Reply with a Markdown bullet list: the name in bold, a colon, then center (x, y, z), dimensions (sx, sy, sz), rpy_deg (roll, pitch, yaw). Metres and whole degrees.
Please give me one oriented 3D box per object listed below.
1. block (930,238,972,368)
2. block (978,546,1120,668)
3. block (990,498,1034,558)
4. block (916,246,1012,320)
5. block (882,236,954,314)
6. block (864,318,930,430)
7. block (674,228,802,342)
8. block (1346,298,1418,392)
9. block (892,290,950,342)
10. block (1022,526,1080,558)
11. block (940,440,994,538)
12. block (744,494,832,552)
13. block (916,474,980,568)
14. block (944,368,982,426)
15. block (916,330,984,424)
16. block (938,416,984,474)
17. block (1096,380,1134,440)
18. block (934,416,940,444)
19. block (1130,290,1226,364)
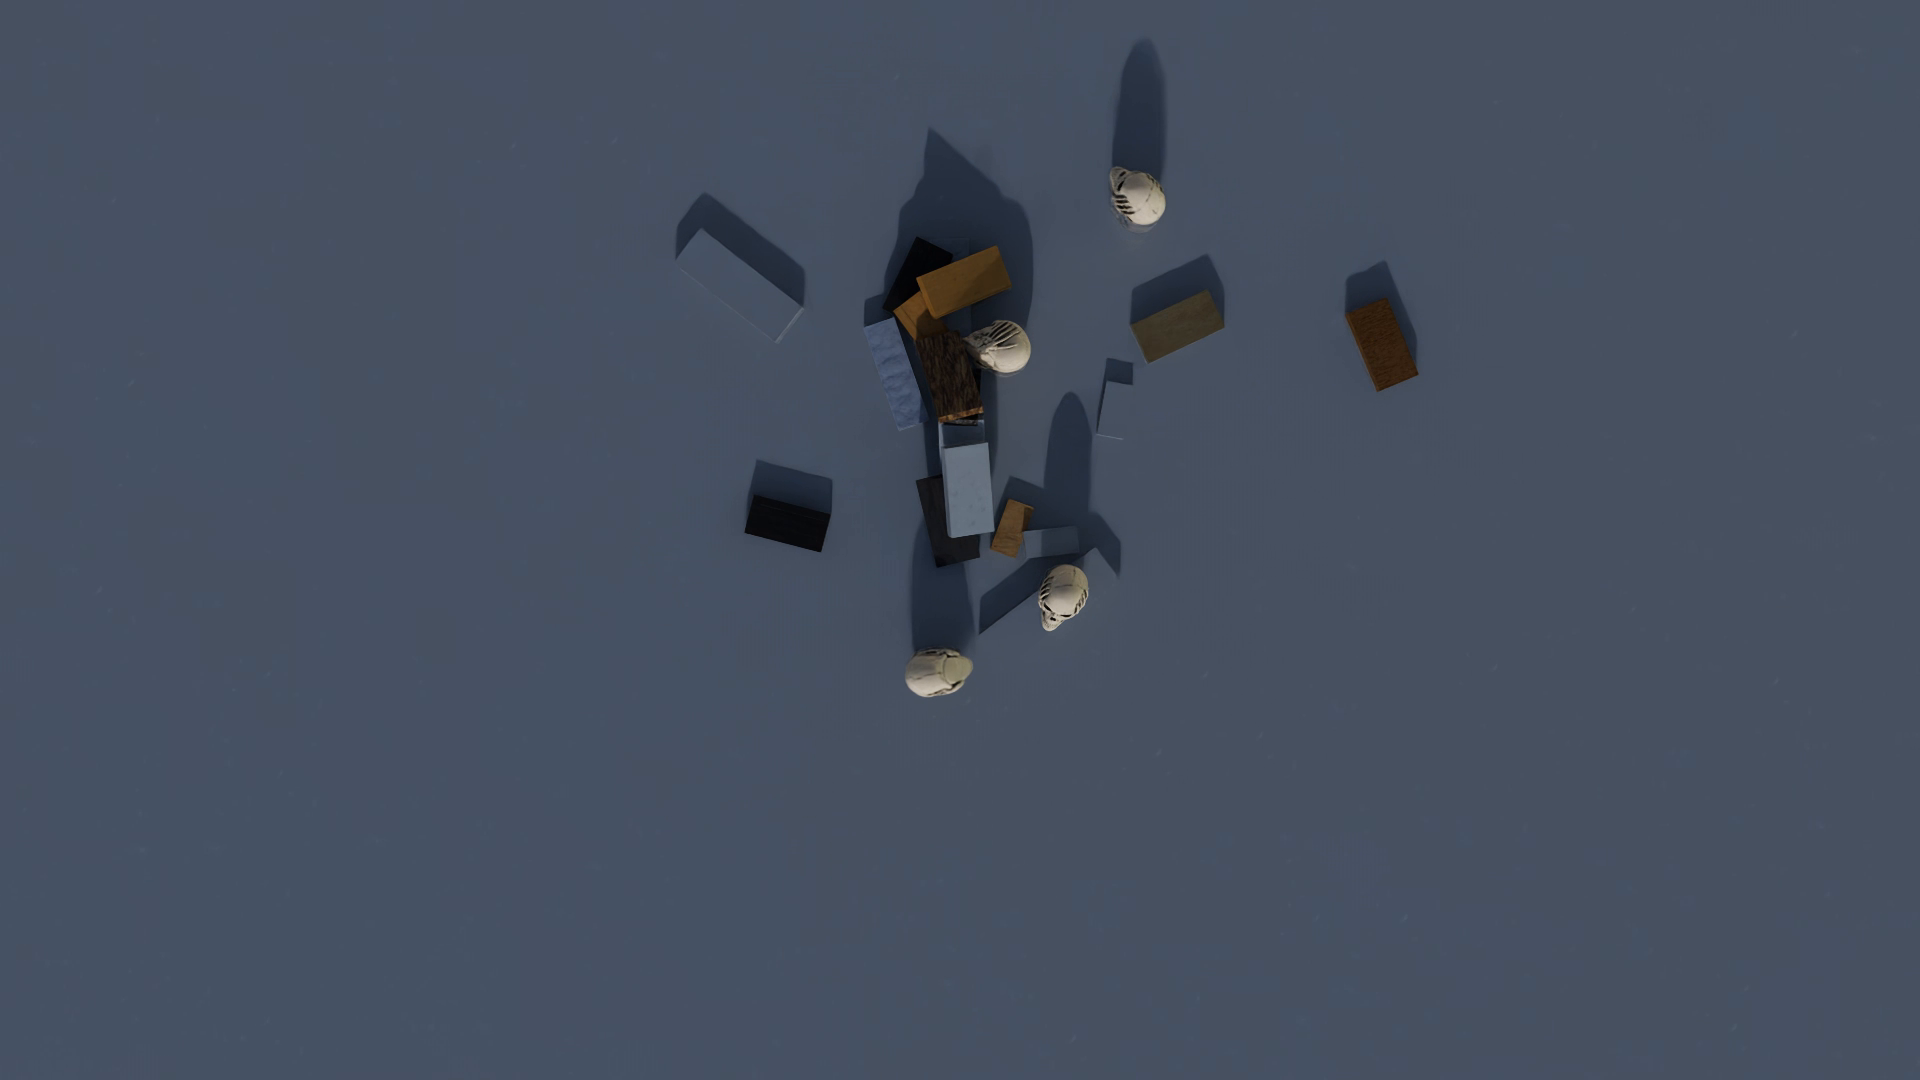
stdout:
- **block**: center (-0.030, -0.768, 5.481), dimensions (0.131, 0.037, 0.461), rpy_deg (-2, 90, 0)
- **block**: center (0.297, 0.224, 5.480), dimensions (0.484, 0.040, 0.140), rpy_deg (-37, 90, 0)
- **block**: center (0.173, -0.038, 5.487), dimensions (0.090, 0.026, 0.180), rpy_deg (20, 90, 0)
- **block**: center (0.015, -0.847, 5.419), dimensions (0.293, 0.042, 0.147), rpy_deg (-26, 100, -20)
- **block**: center (-0.140, -0.855, 5.454), dimensions (0.131, 0.037, 0.262), rpy_deg (28, 97, 12)
- **block**: center (-0.211, -0.552, 5.484), dimensions (0.110, 0.031, 0.359), rpy_deg (-19, 90, 0)
- **block**: center (-0.736, -0.845, 5.479), dimensions (0.427, 0.042, 0.147), rpy_deg (38, 90, 0)
- **block**: center (1.402, -0.649, 5.480), dimensions (0.139, 0.040, 0.279), rpy_deg (-23, 90, 0)
- **block**: center (-0.112, -0.698, 5.425), dimensions (0.110, 0.031, 0.220), rpy_deg (-37, 102, 0)
- **block**: center (0.302, 0.007, 5.474), dimensions (0.180, 0.025, 0.090), rpy_deg (-6, 91, -8)
- **block**: center (0.025, -0.165, 5.370), dimensions (0.148, 0.042, 0.297), rpy_deg (-9, 105, -17)
- **block**: center (-0.572, -0.054, 5.481), dimensions (0.262, 0.037, 0.131), rpy_deg (15, 90, 0)
- **block**: center (-0.039, -0.069, 5.436), dimensions (0.149, 0.042, 0.297), rpy_deg (-13, 107, 0)
- **block**: center (0.008, -0.468, 5.384), dimensions (0.110, 0.031, 0.220), rpy_deg (2, 55, 3)
- **block**: center (-0.035, -0.531, 5.347), dimensions (0.147, 0.042, 0.293), rpy_deg (-15, 68, -4)
- **block**: center (0.008, -0.259, 5.423), dimensions (0.149, 0.042, 0.297), rpy_deg (-2, 113, 0)
- **block**: center (0.515, -0.432, 5.487), dimensions (0.090, 0.026, 0.180), rpy_deg (10, 90, 0)
- **block**: center (-0.039, -0.405, 5.488), dimensions (0.087, 0.025, 0.175), rpy_deg (2, 90, 1)
- **block**: center (0.723, -0.709, 5.480), dimensions (0.279, 0.040, 0.140), rpy_deg (-25, 90, 0)
